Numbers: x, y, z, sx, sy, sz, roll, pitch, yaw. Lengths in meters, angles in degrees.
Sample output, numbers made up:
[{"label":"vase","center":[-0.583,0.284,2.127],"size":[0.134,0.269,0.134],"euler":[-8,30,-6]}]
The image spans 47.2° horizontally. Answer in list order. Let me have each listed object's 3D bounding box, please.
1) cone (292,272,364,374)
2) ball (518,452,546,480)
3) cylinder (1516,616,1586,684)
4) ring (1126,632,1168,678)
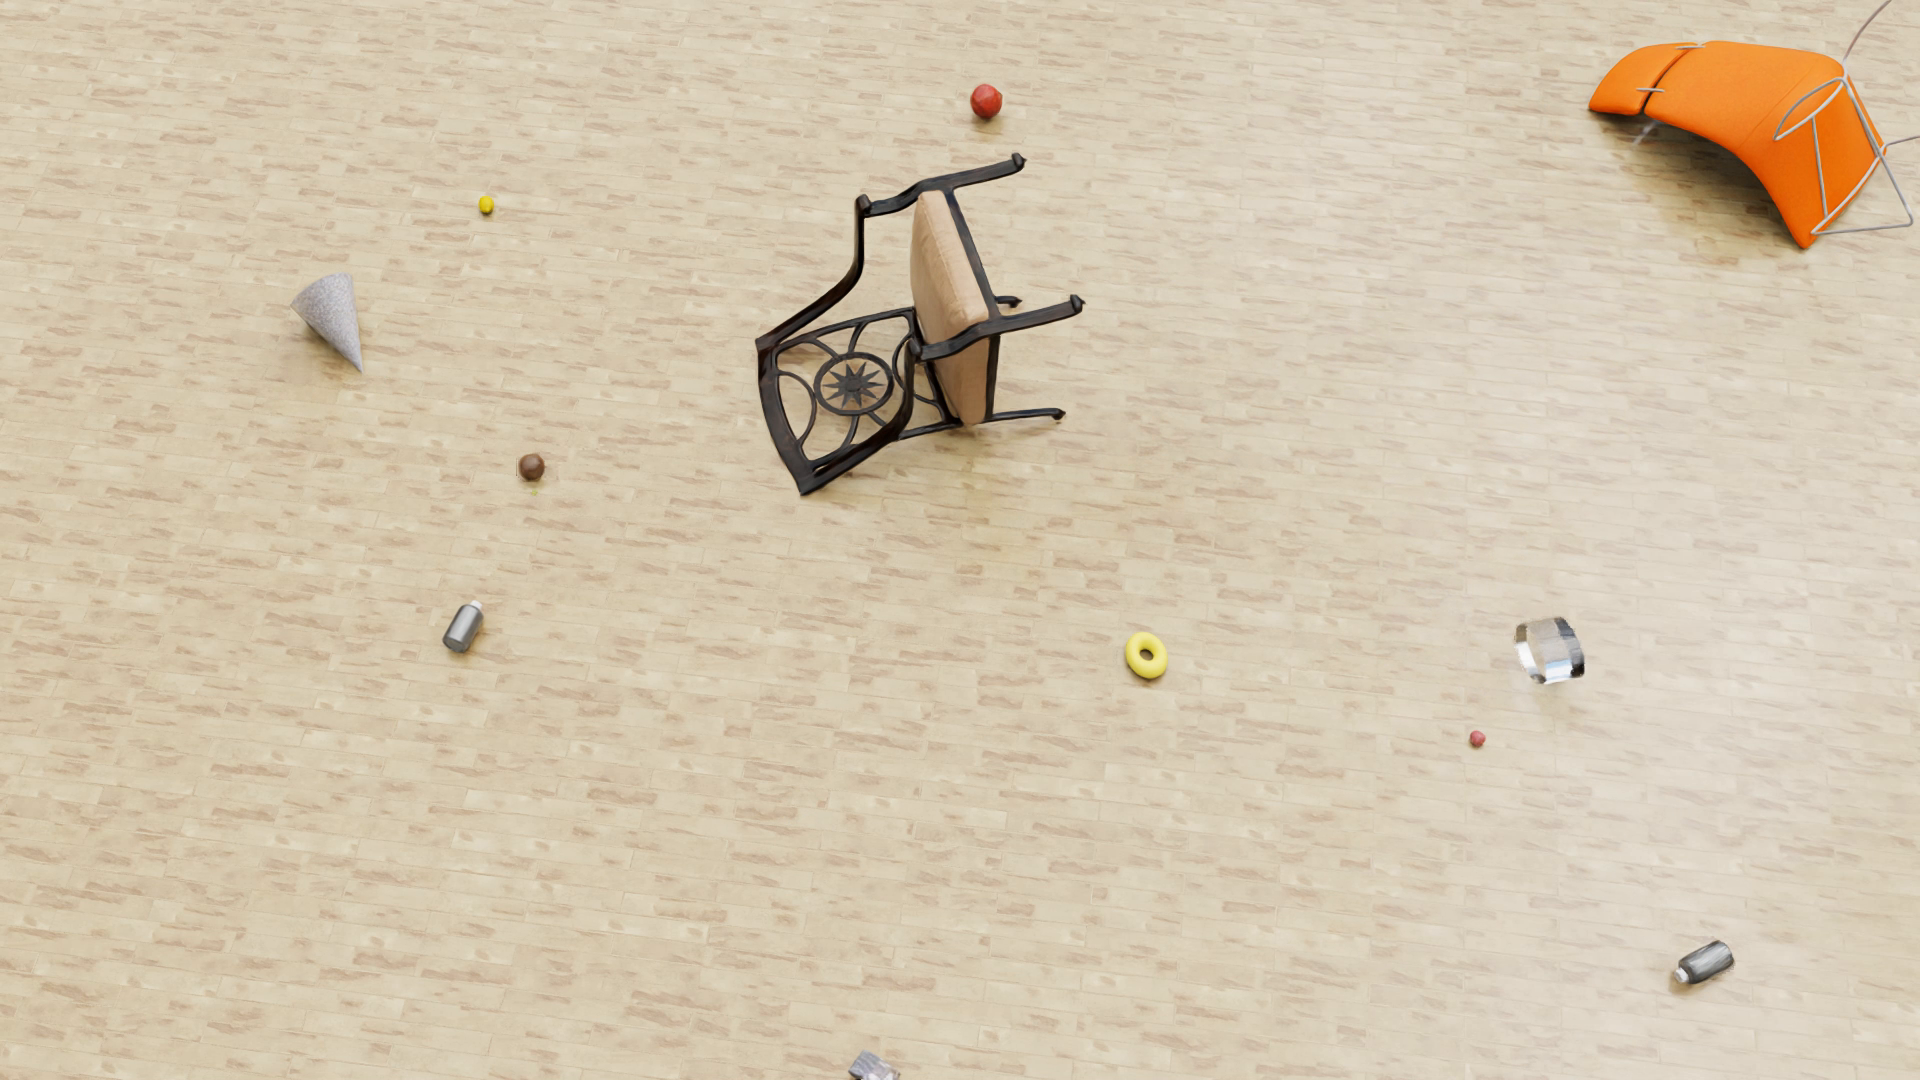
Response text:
[{"label":"cone","center":[-1.946,-0.650,6.930],"size":[0.203,0.300,0.294],"euler":[-26,87,-26]},{"label":"ball","center":[-1.300,-0.223,6.673],"size":[0.083,0.083,0.083],"euler":[0,56,0]},{"label":"cylinder","center":[1.680,0.315,6.265],"size":[0.112,0.149,0.224],"euler":[-10,34,-7]},{"label":"ring","center":[0.536,0.331,6.320],"size":[0.117,0.054,0.150],"euler":[-18,57,-10]}]
